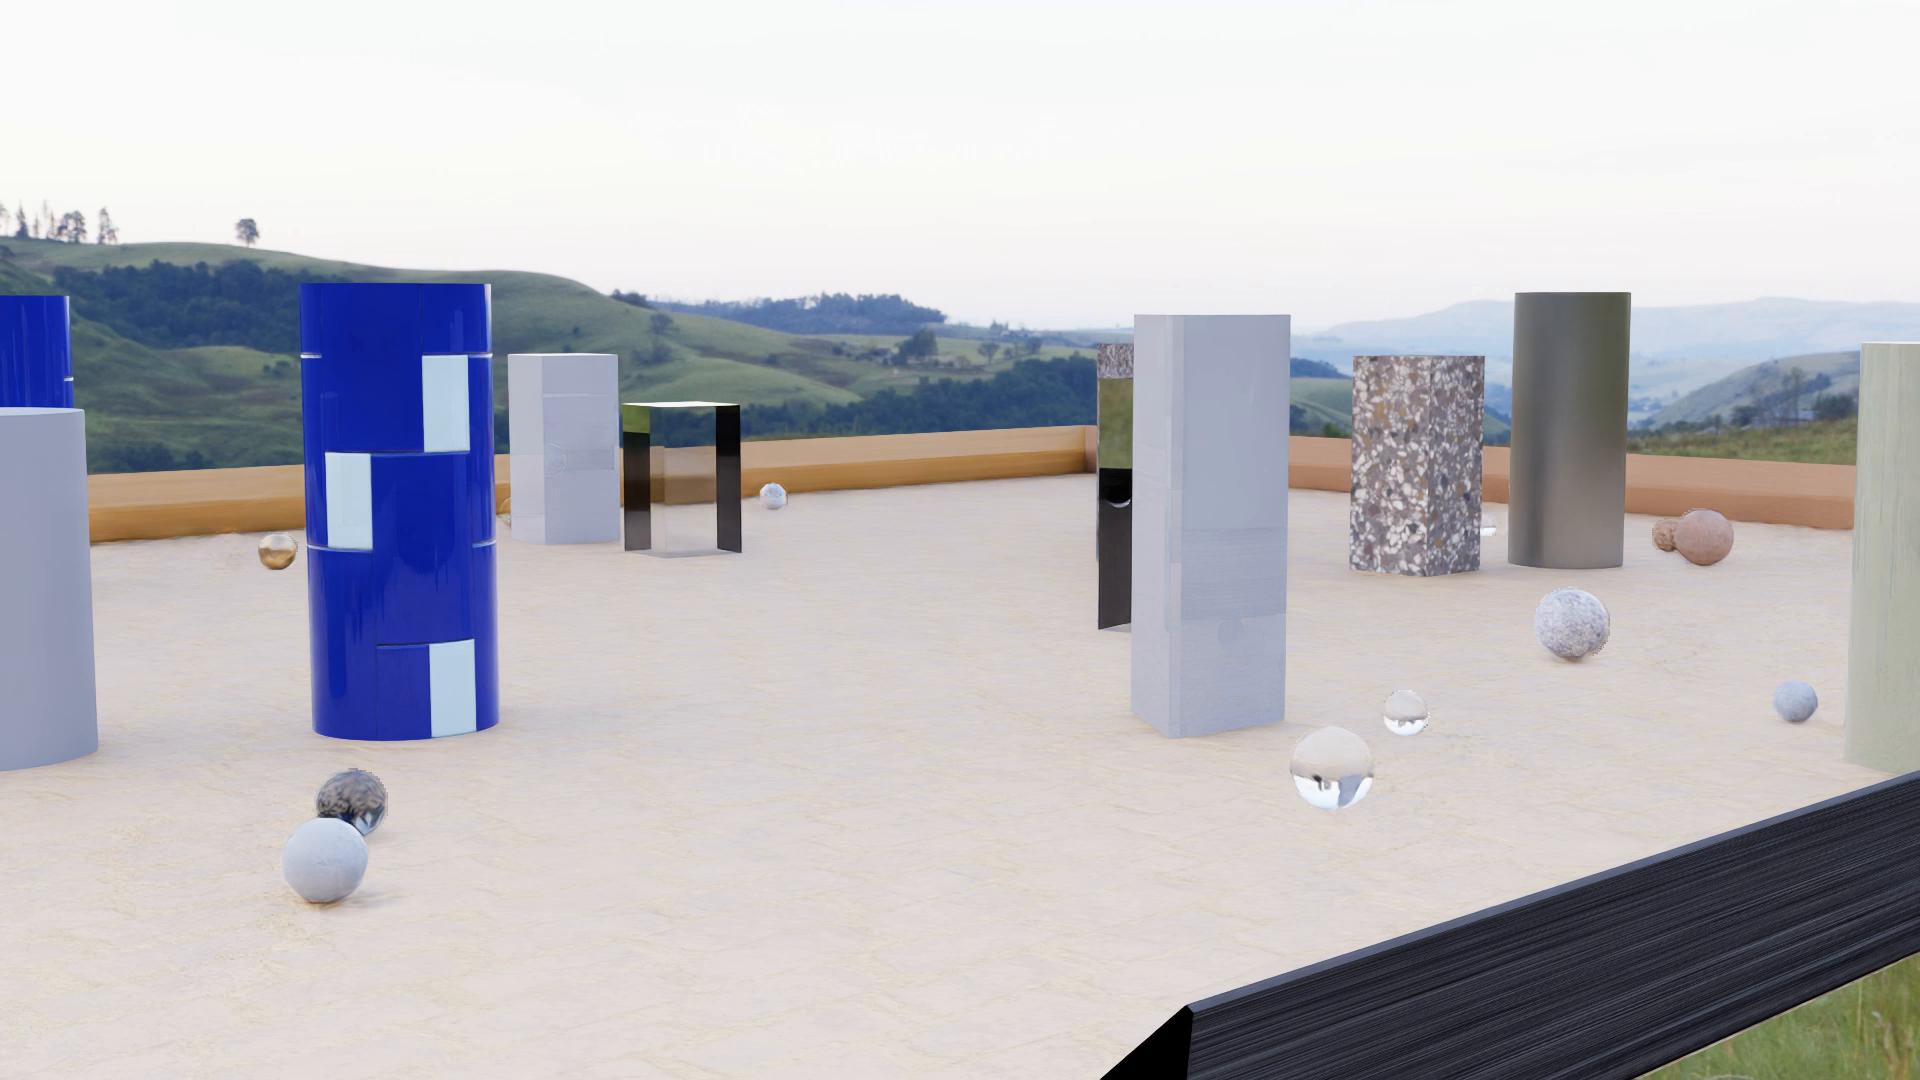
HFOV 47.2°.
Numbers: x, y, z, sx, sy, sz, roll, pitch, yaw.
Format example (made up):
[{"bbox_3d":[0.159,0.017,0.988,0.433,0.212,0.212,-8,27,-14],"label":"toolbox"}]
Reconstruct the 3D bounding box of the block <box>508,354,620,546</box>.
[{"bbox_3d":[-0.770,-0.180,4.278,0.158,0.359,0.158,-4,7,-35],"label":"block"}]

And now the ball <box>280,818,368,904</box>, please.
[{"bbox_3d":[-0.479,0.241,1.659,0.064,0.064,0.064,0,6,0],"label":"ball"}]

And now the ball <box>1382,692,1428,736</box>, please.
[{"bbox_3d":[0.467,0.183,2.308,0.046,0.046,0.046,0,6,0],"label":"ball"}]

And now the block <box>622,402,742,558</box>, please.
[{"bbox_3d":[-0.512,-0.113,4.050,0.158,0.273,0.158,-4,7,-36],"label":"block"}]

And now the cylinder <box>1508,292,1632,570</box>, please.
[{"bbox_3d":[1.071,-0.196,3.868,0.198,0.476,0.198,0,6,0],"label":"cylinder"}]

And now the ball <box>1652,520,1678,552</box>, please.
[{"bbox_3d":[1.312,-0.007,4.068,0.058,0.058,0.058,0,6,0],"label":"ball"}]

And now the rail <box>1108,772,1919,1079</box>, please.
[{"bbox_3d":[1.198,0.168,2.040,4.242,0.128,0.045,-5,8,-42],"label":"rail"}]

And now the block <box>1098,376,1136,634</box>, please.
[{"bbox_3d":[0.304,-0.051,3.075,0.158,0.351,0.158,4,7,36],"label":"block"}]

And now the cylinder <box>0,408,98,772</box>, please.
[{"bbox_3d":[-0.975,0.044,2.200,0.198,0.344,0.198,0,6,0],"label":"cylinder"}]

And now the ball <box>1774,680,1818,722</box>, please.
[{"bbox_3d":[0.906,0.175,2.386,0.045,0.045,0.045,0,6,0],"label":"ball"}]

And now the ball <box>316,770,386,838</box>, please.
[{"bbox_3d":[-0.514,0.224,1.858,0.058,0.058,0.058,0,6,0],"label":"ball"}]

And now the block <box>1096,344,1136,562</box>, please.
[{"bbox_3d":[0.350,-0.151,3.866,0.158,0.386,0.158,-3,7,-30],"label":"block"}]

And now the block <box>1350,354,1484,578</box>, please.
[{"bbox_3d":[0.784,-0.132,3.773,0.158,0.368,0.158,-6,8,-43],"label":"block"}]

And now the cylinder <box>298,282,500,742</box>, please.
[{"bbox_3d":[-0.598,-0.036,2.355,0.198,0.472,0.198,0,6,0],"label":"cylinder"}]

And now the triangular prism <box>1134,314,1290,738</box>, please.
[{"bbox_3d":[0.241,-0.023,2.382,0.171,0.440,0.148,-5,8,-40],"label":"triangular prism"}]

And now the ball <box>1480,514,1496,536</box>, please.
[{"bbox_3d":[1.037,-0.029,4.341,0.046,0.046,0.046,0,6,0],"label":"ball"}]

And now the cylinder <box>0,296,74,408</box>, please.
[{"bbox_3d":[-1.512,-0.153,3.496,0.198,0.467,0.198,0,6,0],"label":"cylinder"}]

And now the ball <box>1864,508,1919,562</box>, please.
[{"bbox_3d":[1.662,-0.010,3.911,0.097,0.097,0.097,0,6,0],"label":"ball"}]

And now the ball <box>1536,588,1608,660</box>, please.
[{"bbox_3d":[0.784,0.107,2.817,0.090,0.090,0.090,0,6,0],"label":"ball"}]

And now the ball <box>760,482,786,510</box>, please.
[{"bbox_3d":[-0.418,-0.097,4.915,0.061,0.061,0.061,0,6,0],"label":"ball"}]

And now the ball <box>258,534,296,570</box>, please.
[{"bbox_3d":[-1.174,0.020,3.780,0.064,0.064,0.064,0,6,0],"label":"ball"}]

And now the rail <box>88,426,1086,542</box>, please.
[{"bbox_3d":[-1.198,-0.101,4.623,4.242,0.128,0.045,-5,8,-42],"label":"rail"}]

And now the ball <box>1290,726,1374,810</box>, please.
[{"bbox_3d":[0.333,0.204,1.966,0.075,0.075,0.075,0,6,0],"label":"ball"}]

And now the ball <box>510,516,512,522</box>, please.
[{"bbox_3d":[-0.859,-0.042,4.366,0.065,0.065,0.065,0,6,0],"label":"ball"}]

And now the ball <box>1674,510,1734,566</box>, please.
[{"bbox_3d":[1.302,-0.004,3.847,0.099,0.099,0.099,0,6,0],"label":"ball"}]

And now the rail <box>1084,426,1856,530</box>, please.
[{"bbox_3d":[1.541,-0.114,4.746,0.045,0.128,3.581,-5,8,-42],"label":"rail"}]

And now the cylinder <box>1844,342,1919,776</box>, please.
[{"bbox_3d":[0.981,0.014,2.154,0.198,0.413,0.198,0,6,0],"label":"cylinder"}]
